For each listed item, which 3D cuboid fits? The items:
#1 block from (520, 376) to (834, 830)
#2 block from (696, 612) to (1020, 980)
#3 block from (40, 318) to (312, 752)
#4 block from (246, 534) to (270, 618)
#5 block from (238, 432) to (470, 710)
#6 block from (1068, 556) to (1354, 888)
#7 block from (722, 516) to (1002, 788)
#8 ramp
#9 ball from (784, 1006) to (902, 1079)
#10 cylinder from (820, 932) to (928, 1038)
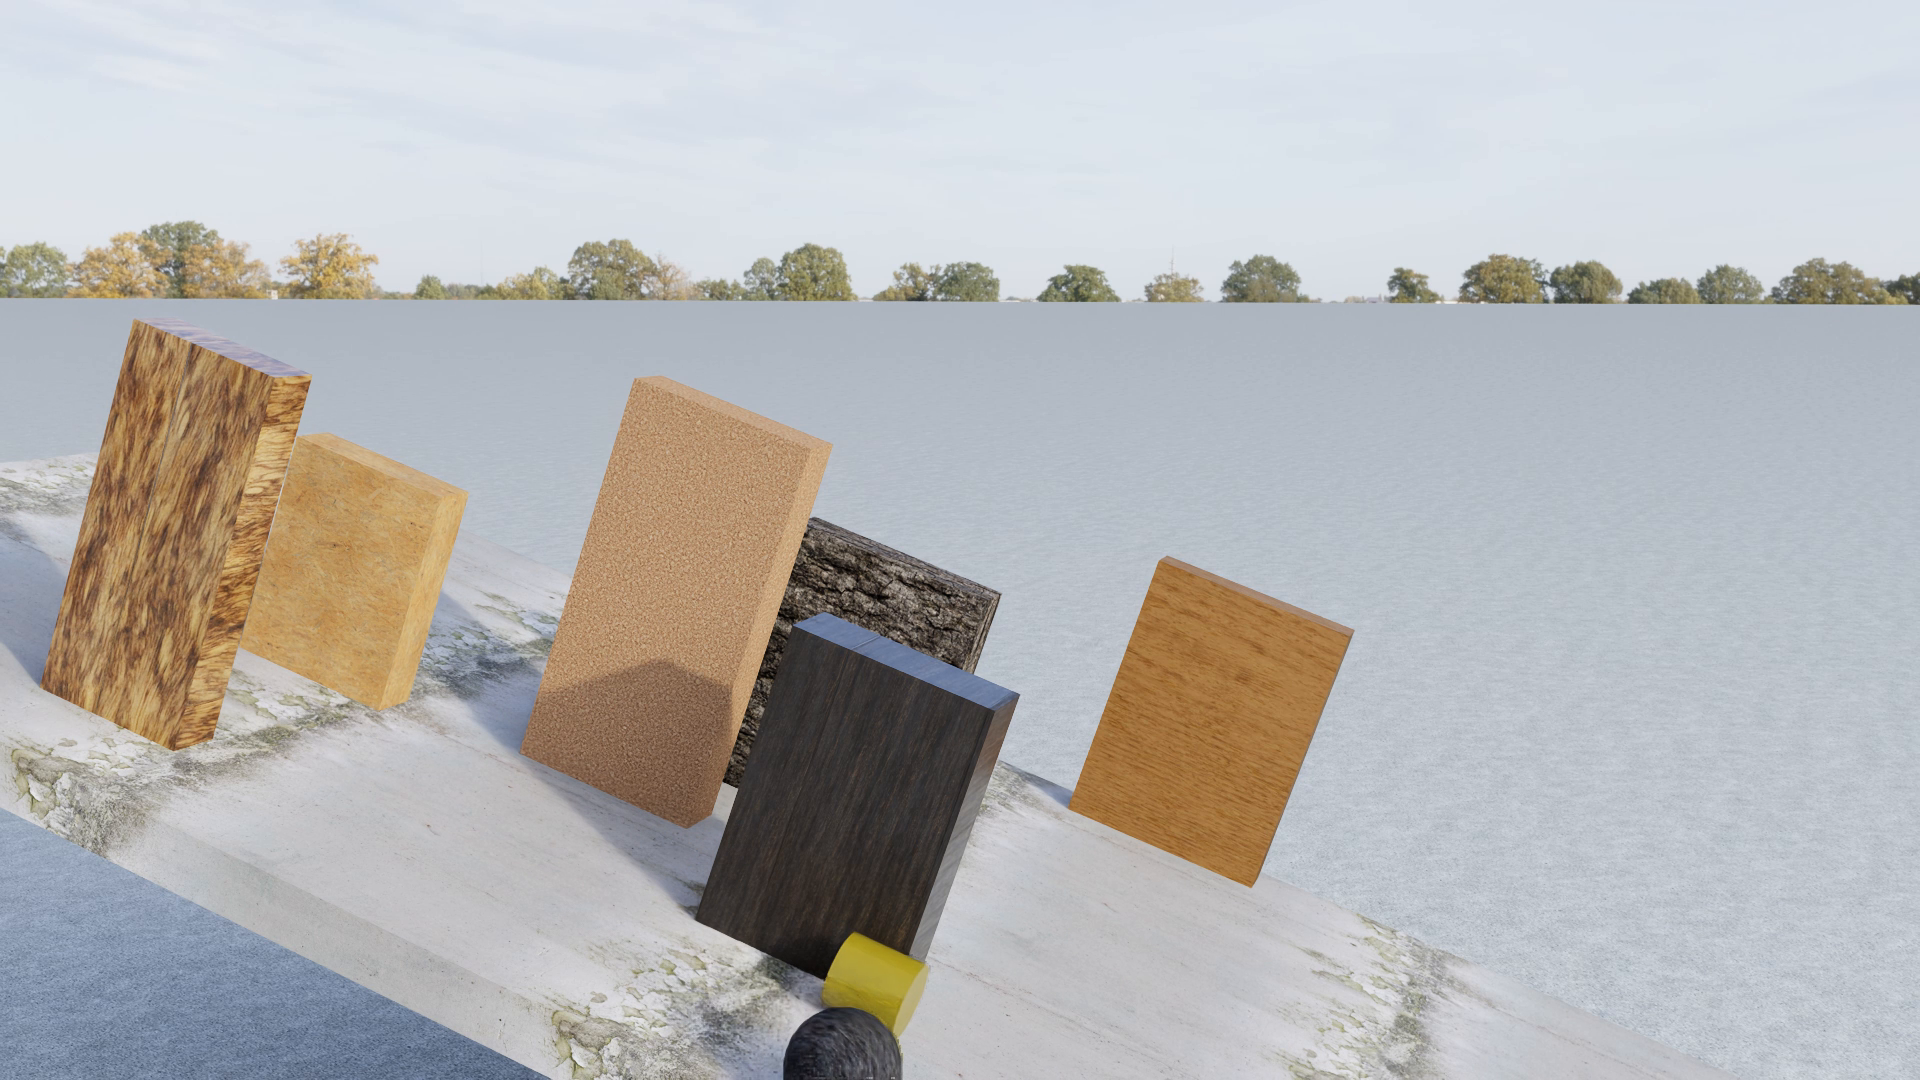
[{"bbox_3d":[-0.535,0.115,4.107,0.365,0.758,0.115,22,12,14],"label":"block"},{"bbox_3d":[-0.174,0.450,3.689,0.367,0.545,0.150,22,12,14],"label":"block"},{"bbox_3d":[-1.318,-0.011,3.688,0.279,0.665,0.106,22,12,14],"label":"block"},{"bbox_3d":[-1.460,0.059,4.411,0.142,0.142,0.142,16,13,-14],"label":"block"},{"bbox_3d":[-1.155,0.058,4.187,0.320,0.434,0.105,22,12,14],"label":"block"},{"bbox_3d":[0.551,0.400,4.868,0.443,0.606,0.090,22,12,14],"label":"block"},{"bbox_3d":[-0.207,0.288,4.339,0.412,0.549,0.110,22,12,14],"label":"block"},{"bbox_3d":[-0.338,0.623,4.214,4.000,0.100,2.000,22,12,14],"label":"ramp"},{"bbox_3d":[-0.171,0.766,3.194,0.172,0.172,0.172,0,7,0],"label":"ball"},{"bbox_3d":[-0.137,0.719,3.549,0.130,0.130,0.130,22,13,14],"label":"cylinder"}]
